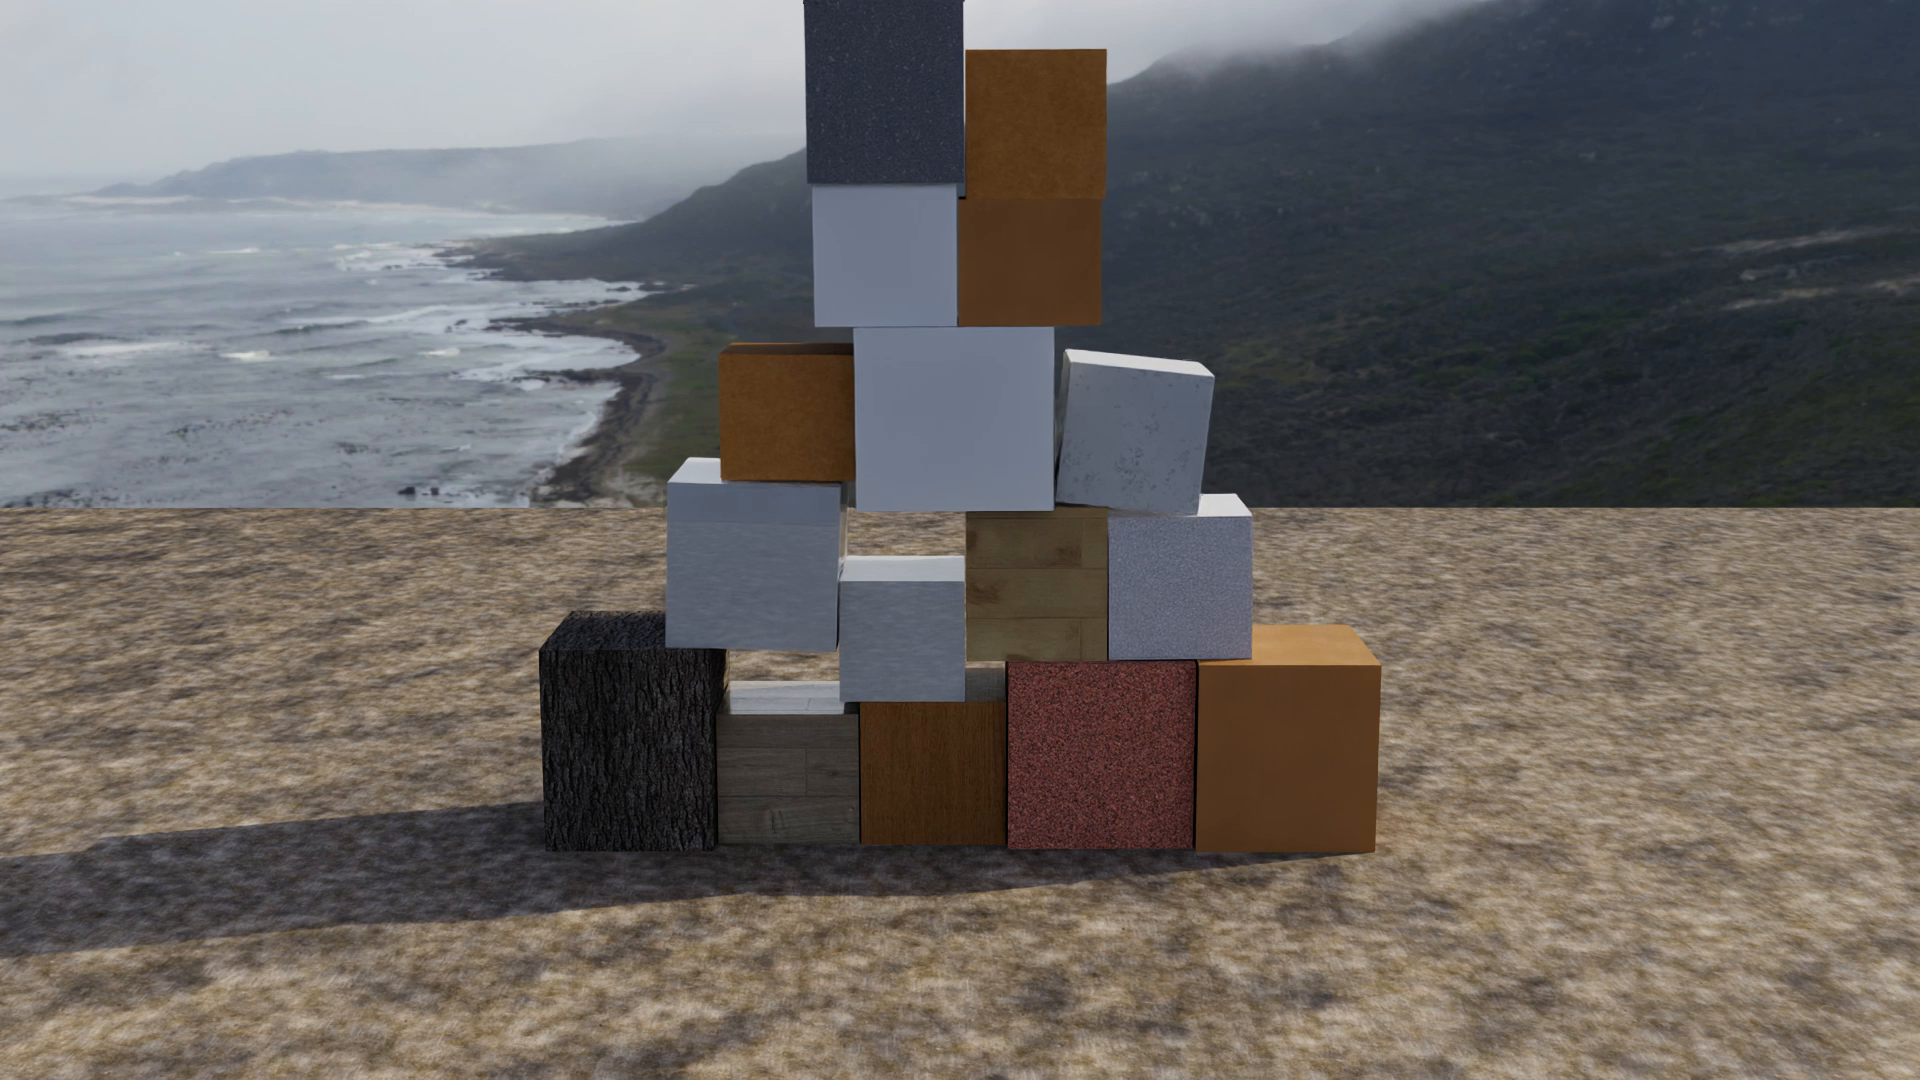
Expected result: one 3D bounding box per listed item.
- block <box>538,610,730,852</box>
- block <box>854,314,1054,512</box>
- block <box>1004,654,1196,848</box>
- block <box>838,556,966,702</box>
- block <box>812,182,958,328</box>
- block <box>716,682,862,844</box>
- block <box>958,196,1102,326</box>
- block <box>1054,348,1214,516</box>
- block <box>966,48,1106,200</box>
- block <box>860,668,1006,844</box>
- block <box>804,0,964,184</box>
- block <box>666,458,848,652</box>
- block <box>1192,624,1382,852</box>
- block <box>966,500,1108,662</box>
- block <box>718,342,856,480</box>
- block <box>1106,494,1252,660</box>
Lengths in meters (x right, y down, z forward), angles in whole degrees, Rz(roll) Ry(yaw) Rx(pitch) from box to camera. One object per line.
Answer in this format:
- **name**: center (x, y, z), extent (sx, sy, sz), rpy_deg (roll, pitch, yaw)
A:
- **block**: center (-1.653, 0.967, 11.358), extent (0.842, 1.033, 0.918), rpy_deg (0, 10, 0)
- **block**: center (-0.027, -0.660, 11.077), extent (0.963, 0.893, 0.895), rpy_deg (0, 10, 0)
- **block**: center (0.704, 1.007, 11.374), extent (0.927, 0.950, 0.854), rpy_deg (0, 10, 0)
- **block**: center (-0.287, 0.445, 11.261), extent (0.624, 0.614, 0.674), rpy_deg (0, 10, 0)
- **block**: center (-0.361, -1.431, 10.913), extent (0.689, 0.686, 0.686), rpy_deg (0, 10, 0)
- **block**: center (-0.865, 1.142, 11.400), extent (0.713, 0.674, 0.688), rpy_deg (0, 10, 0)
- **block**: center (0.338, -1.395, 10.921), extent (0.687, 0.605, 0.679), rpy_deg (0, 10, 0)
- **block**: center (0.855, -0.554, 11.098), extent (0.704, 0.691, 0.684), rpy_deg (6, 10, -1)
- **block**: center (0.363, -2.041, 10.813), extent (0.671, 0.703, 0.663), rpy_deg (0, 10, 0)
- **block**: center (-0.134, 1.108, 11.399), extent (0.729, 0.741, 0.731), rpy_deg (0, 10, 0)
- **block**: center (-0.357, -2.217, 10.783), extent (0.748, 0.908, 0.776), rpy_deg (0, 10, 0)
- **block**: center (-1.017, 0.061, 11.198), extent (0.841, 0.822, 0.854), rpy_deg (2, 10, 0)
- **block**: center (1.625, 1.006, 11.348), extent (0.896, 0.960, 0.912), rpy_deg (0, 10, 0)
- **block**: center (0.379, 0.164, 11.190), extent (0.698, 0.773, 0.657), rpy_deg (0, 10, 0)
- **block**: center (-0.844, -0.655, 11.081), extent (0.664, 0.619, 0.640), rpy_deg (0, 10, 0)
- **block**: center (1.090, 0.179, 11.210), extent (0.712, 0.720, 0.682), rpy_deg (-1, 10, 0)
